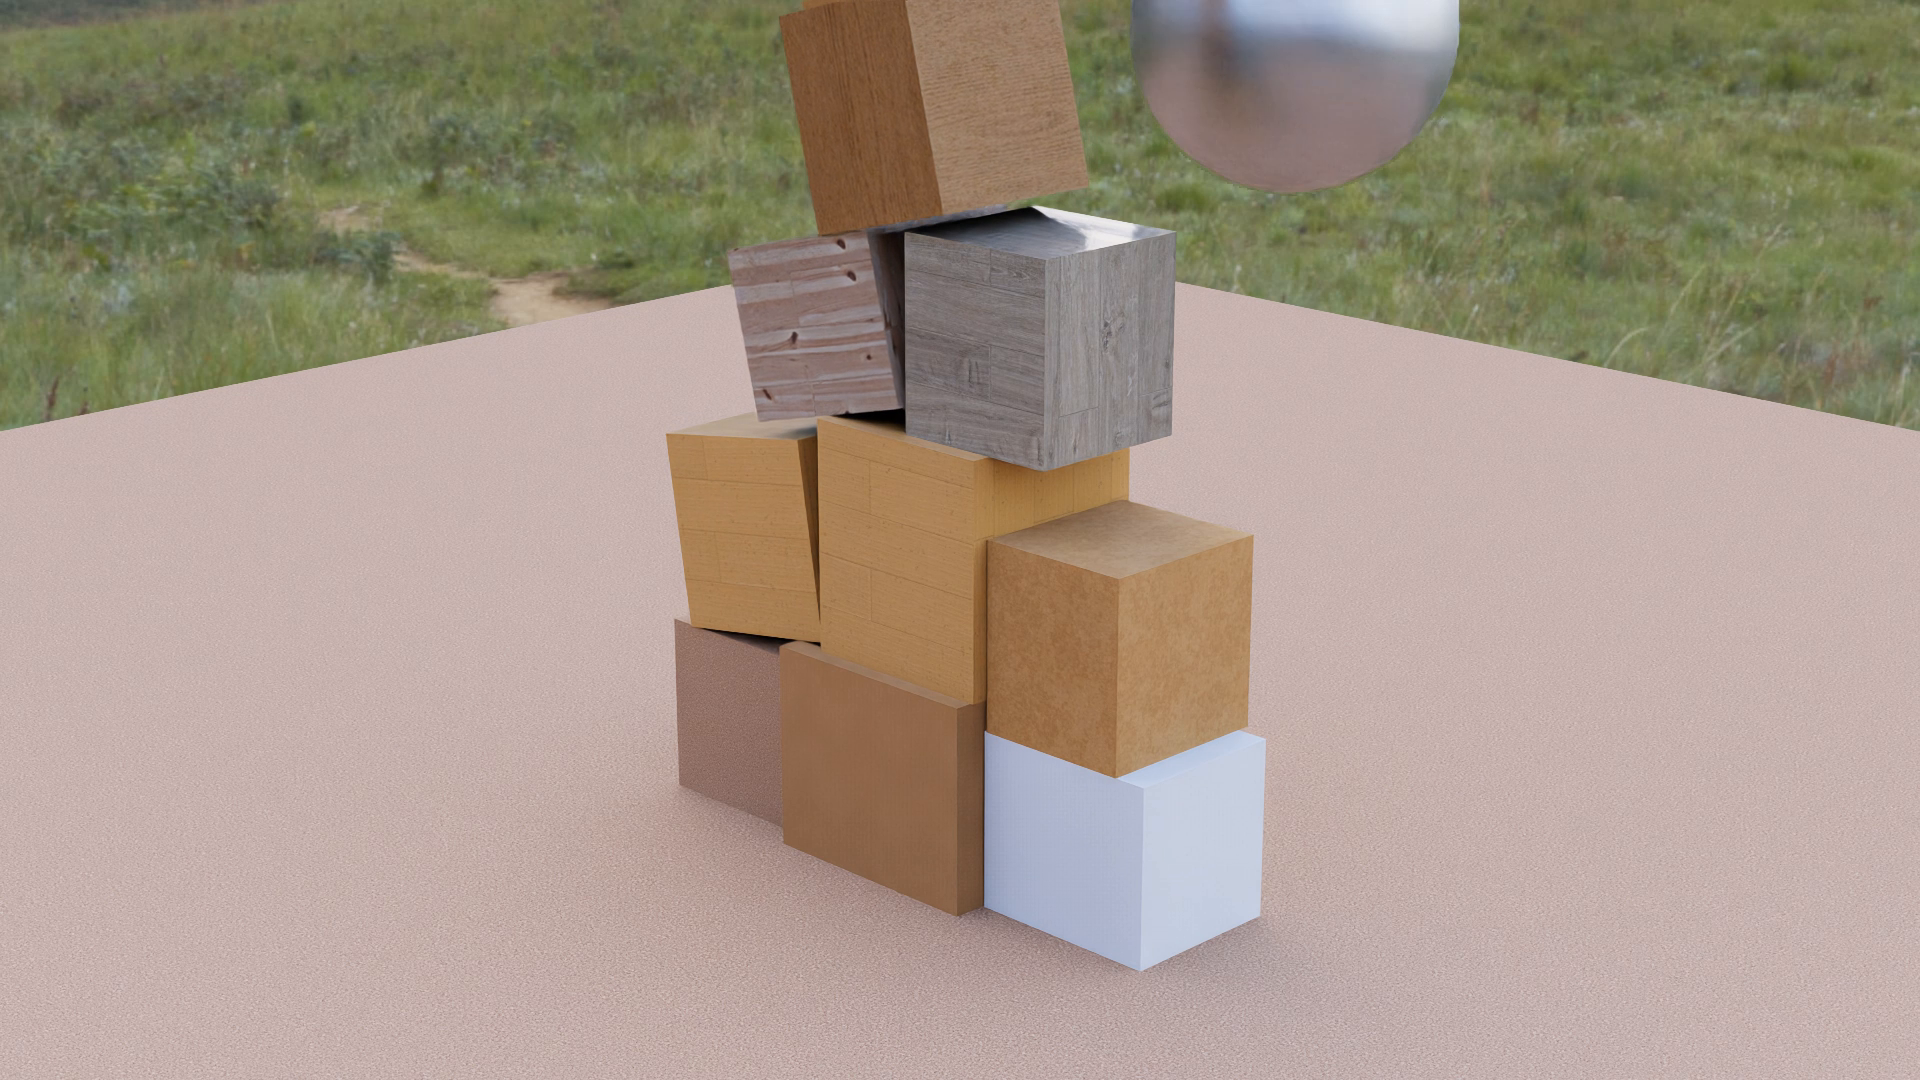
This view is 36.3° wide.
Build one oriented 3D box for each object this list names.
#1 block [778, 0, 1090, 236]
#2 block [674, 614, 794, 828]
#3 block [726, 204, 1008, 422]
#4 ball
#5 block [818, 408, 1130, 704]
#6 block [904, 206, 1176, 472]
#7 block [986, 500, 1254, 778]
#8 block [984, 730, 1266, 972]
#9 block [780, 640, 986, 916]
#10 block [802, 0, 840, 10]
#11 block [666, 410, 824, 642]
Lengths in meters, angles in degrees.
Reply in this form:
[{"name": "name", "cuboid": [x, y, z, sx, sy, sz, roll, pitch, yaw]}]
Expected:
[{"name": "block", "cuboid": [-0.109, -1.922, 12.871, 0.910, 0.967, 0.806, -17, 10, -42]}, {"name": "block", "cuboid": [-0.757, 0.797, 14.362, 0.884, 0.868, 0.903, -17, 24, -42]}, {"name": "block", "cuboid": [-0.361, -1.040, 13.407, 0.871, 0.800, 0.961, -17, 10, -42]}, {"name": "ball", "cuboid": [1.623, -2.490, 14.260, 1.600, 1.600, 1.600, 0, 17, 0]}, {"name": "block", "cuboid": [0.062, -0.018, 13.272, 0.996, 1.103, 0.984, -17, 24, -42]}, {"name": "block", "cuboid": [0.345, -0.891, 12.704, 0.816, 0.904, 0.831, -17, 24, -42]}, {"name": "block", "cuboid": [0.693, 0.411, 12.760, 0.867, 0.885, 0.761, -17, 24, -42]}, {"name": "block", "cuboid": [0.721, 1.255, 12.951, 0.800, 0.840, 0.933, -17, 24, -42]}, {"name": "block", "cuboid": [-0.019, 0.960, 13.646, 1.142, 0.987, 1.155, -17, 24, -42]}, {"name": "block", "cuboid": [-0.279, -2.760, 12.776, 0.723, 0.751, 0.628, -17, 10, -43]}, {"name": "block", "cuboid": [-0.680, -0.121, 14.030, 0.935, 0.948, 0.962, 5, 16, 45]}]
